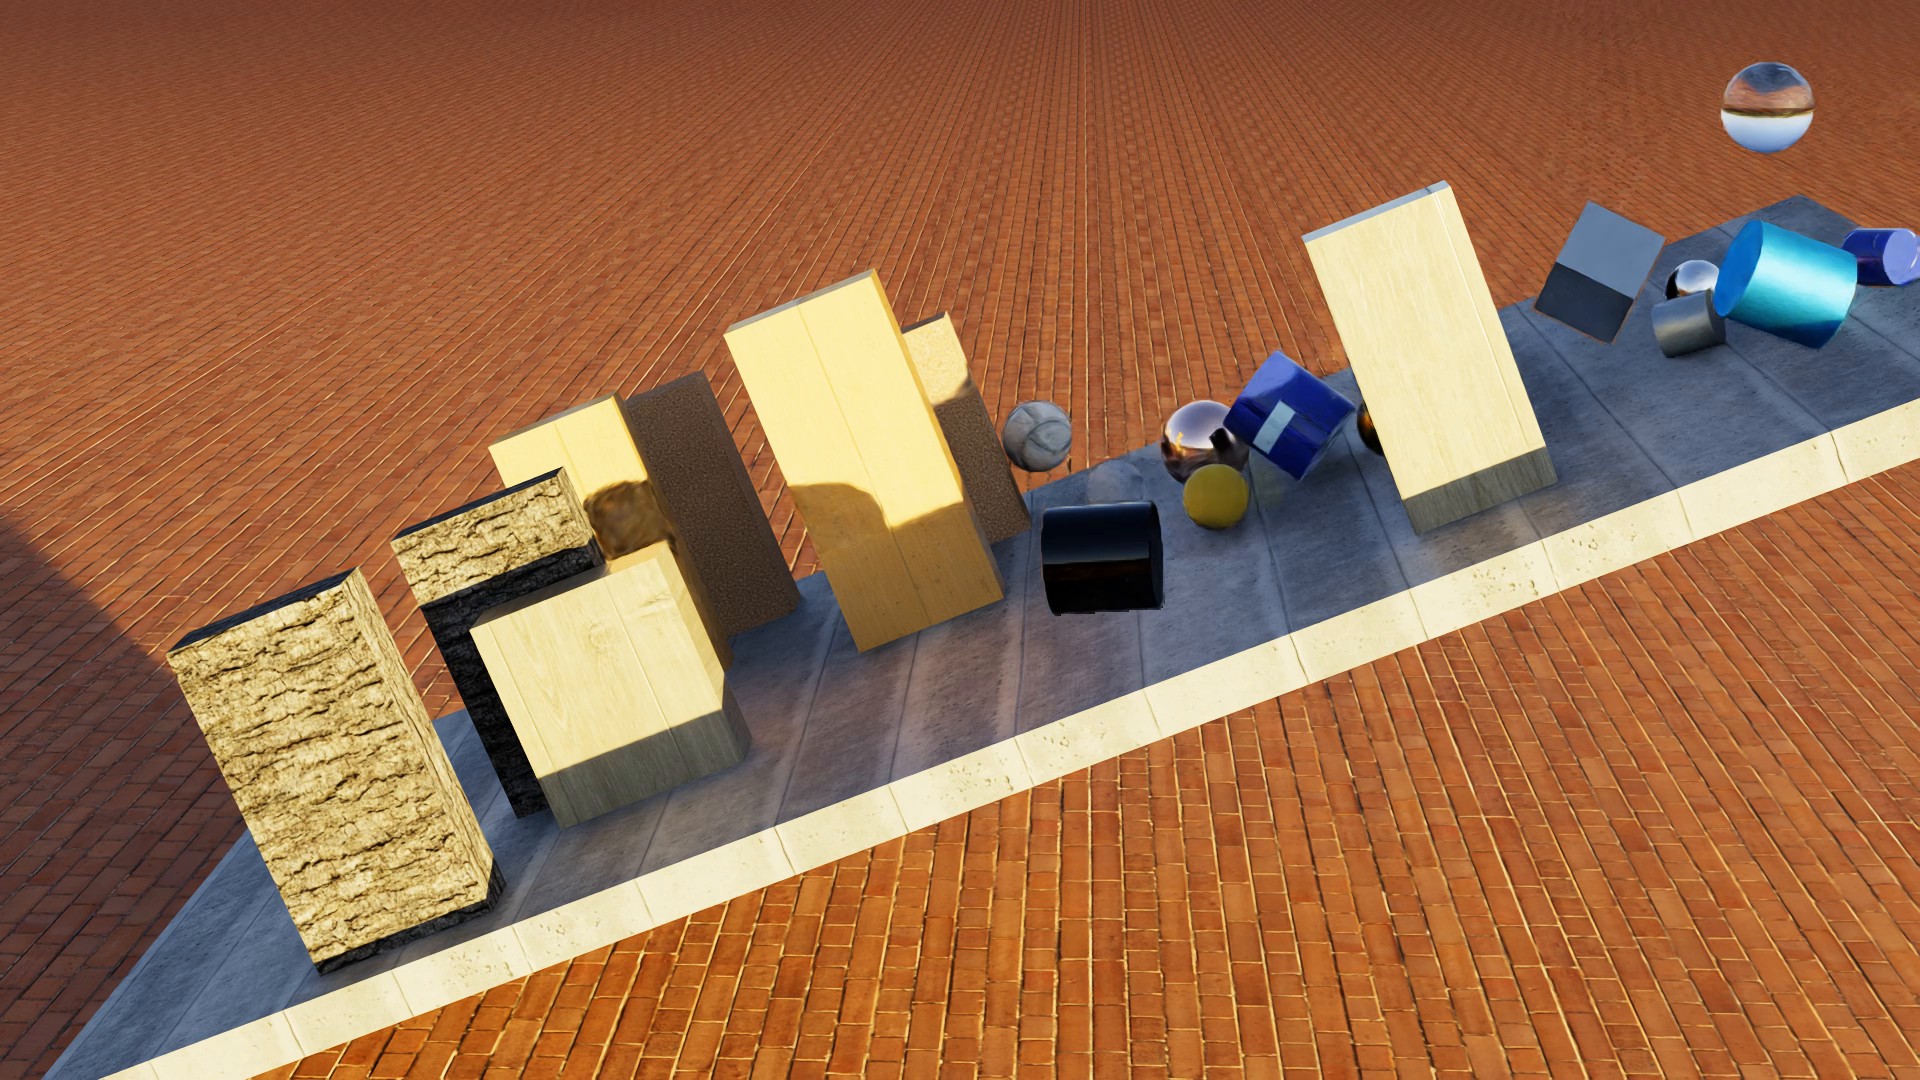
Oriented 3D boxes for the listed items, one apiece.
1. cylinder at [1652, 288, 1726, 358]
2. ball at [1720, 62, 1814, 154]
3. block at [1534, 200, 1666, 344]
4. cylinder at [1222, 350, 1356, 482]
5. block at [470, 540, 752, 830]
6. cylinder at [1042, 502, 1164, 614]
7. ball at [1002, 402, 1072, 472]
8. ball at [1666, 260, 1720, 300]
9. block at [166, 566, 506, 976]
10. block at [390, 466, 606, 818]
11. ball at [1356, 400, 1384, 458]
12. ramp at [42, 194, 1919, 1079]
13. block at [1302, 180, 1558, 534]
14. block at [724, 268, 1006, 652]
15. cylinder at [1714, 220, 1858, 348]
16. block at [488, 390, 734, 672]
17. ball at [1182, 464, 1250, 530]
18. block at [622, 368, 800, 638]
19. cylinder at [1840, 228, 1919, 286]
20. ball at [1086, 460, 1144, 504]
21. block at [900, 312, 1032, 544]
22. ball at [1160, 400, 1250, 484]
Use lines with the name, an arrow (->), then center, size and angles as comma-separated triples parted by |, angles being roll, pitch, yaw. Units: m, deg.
cylinder -> 1.484, -0.441, 5.986 | 0.114, 0.114, 0.114 | -16, 5, 29
ball -> 1.582, -0.847, 5.762 | 0.178, 0.178, 0.178 | 0, 14, 0
block -> 1.368, -0.570, 6.291 | 0.182, 0.182, 0.182 | 28, 63, 10
cylinder -> 0.696, -0.262, 6.222 | 0.201, 0.201, 0.201 | 36, 23, 9
block -> -0.700, 0.293, 5.934 | 0.406, 0.451, 0.145 | -21, 12, 7
cylinder -> 0.274, 0.033, 5.626 | 0.204, 0.204, 0.204 | -4, 13, 11
ball -> 0.180, -0.241, 6.906 | 0.167, 0.167, 0.167 | 0, 14, 0
ball -> 1.555, -0.529, 6.210 | 0.126, 0.126, 0.126 | 0, 14, 0
block -> -1.179, 0.441, 5.589 | 0.361, 0.687, 0.148 | -21, 12, 7
block -> -0.872, 0.216, 6.119 | 0.372, 0.643, 0.108 | -21, 12, 7
ball -> 0.903, -0.248, 6.083 | 0.163, 0.163, 0.163 | 0, 14, 0
ramp -> 0.124, 0.173, 6.290 | 4.000, 0.100, 2.000 | -21, 12, 7
block -> 0.877, -0.338, 5.486 | 0.282, 0.592, 0.096 | -21, 12, 7
block -> -0.200, -0.168, 6.315 | 0.336, 0.749, 0.121 | -21, 12, 7
cylinder -> 1.576, -0.489, 5.619 | 0.195, 0.195, 0.195 | 19, 13, -6
block -> -0.789, 0.031, 6.691 | 0.301, 0.676, 0.105 | -21, 12, 7
ball -> 0.533, -0.089, 6.115 | 0.140, 0.140, 0.140 | 0, 14, 0
block -> -0.651, -0.062, 7.025 | 0.319, 0.602, 0.149 | -21, 12, 7
cylinder -> 1.824, -0.560, 5.822 | 0.113, 0.113, 0.113 | -8, 9, -30
ball -> 0.349, -0.115, 6.586 | 0.129, 0.129, 0.129 | 0, 14, 0
block -> -0.109, -0.211, 6.856 | 0.379, 0.535, 0.099 | -21, 12, 7
ball -> 0.540, -0.208, 6.476 | 0.199, 0.199, 0.199 | 0, 14, 0
